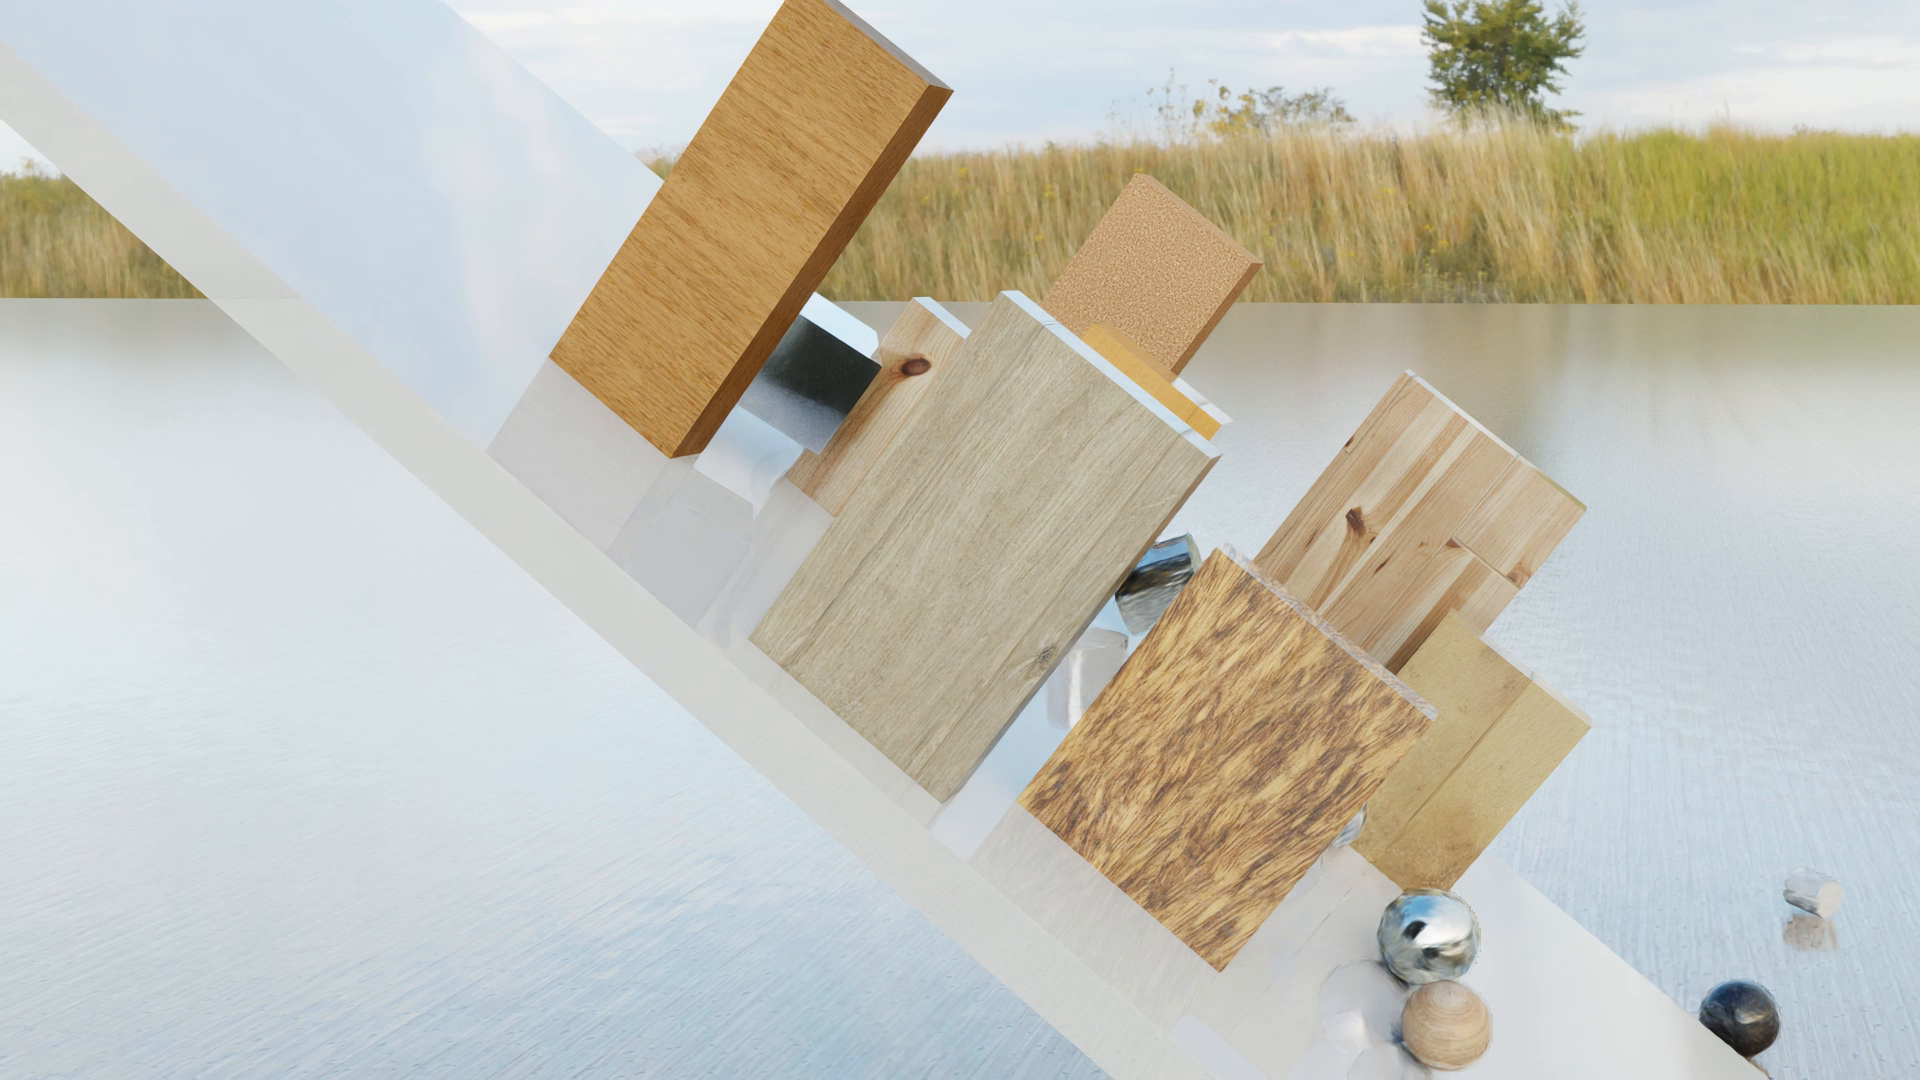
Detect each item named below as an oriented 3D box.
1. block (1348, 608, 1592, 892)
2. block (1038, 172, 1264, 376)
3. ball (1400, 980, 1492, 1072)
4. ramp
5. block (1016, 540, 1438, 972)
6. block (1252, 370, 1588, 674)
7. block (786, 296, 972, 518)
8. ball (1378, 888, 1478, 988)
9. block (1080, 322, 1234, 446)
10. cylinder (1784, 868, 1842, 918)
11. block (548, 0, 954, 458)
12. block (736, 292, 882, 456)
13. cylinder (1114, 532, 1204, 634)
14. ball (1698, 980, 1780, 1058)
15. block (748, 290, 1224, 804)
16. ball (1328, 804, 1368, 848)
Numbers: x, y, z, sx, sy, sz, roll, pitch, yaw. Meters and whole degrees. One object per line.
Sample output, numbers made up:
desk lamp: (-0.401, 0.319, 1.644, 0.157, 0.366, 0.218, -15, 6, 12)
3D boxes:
block: (0.914, 0.416, 4.178, 0.331, 0.468, 0.091, 39, 16, 9)
block: (0.290, -0.387, 4.657, 0.305, 0.726, 0.147, 39, 16, 9)
ball: (0.768, 0.767, 3.475, 0.141, 0.141, 0.141, 0, 7, 0)
ramp: (-0.048, 0.106, 4.062, 4.000, 0.100, 2.000, 39, 16, 9)
block: (0.392, 0.323, 3.275, 0.398, 0.500, 0.083, 39, 16, 9)
block: (0.820, 0.095, 4.362, 0.436, 0.755, 0.106, 39, 16, 9)
block: (-0.065, -0.175, 3.900, 0.312, 0.401, 0.095, 39, 16, 9)
ball: (0.796, 0.676, 3.740, 0.169, 0.169, 0.169, 0, 7, 0)
block: (0.232, -0.116, 4.161, 0.306, 0.511, 0.124, 39, 16, 9)
cylinder: (2.468, 1.020, 6.363, 0.114, 0.114, 0.114, -4, 13, -30)
block: (-0.349, -0.517, 3.622, 0.275, 0.750, 0.133, 39, 16, 9)
block: (-0.276, -0.308, 3.835, 0.194, 0.194, 0.194, 32, 17, -17)
cylinder: (0.404, 0.087, 4.430, 0.167, 0.167, 0.167, -18, 3, 14)
ball: (1.843, 1.133, 5.203, 0.184, 0.184, 0.184, 0, 7, 0)
block: (0.029, 0.012, 3.138, 0.373, 0.634, 0.095, 39, 16, 9)
ball: (0.687, 0.504, 4.068, 0.131, 0.131, 0.131, 0, 7, 0)
